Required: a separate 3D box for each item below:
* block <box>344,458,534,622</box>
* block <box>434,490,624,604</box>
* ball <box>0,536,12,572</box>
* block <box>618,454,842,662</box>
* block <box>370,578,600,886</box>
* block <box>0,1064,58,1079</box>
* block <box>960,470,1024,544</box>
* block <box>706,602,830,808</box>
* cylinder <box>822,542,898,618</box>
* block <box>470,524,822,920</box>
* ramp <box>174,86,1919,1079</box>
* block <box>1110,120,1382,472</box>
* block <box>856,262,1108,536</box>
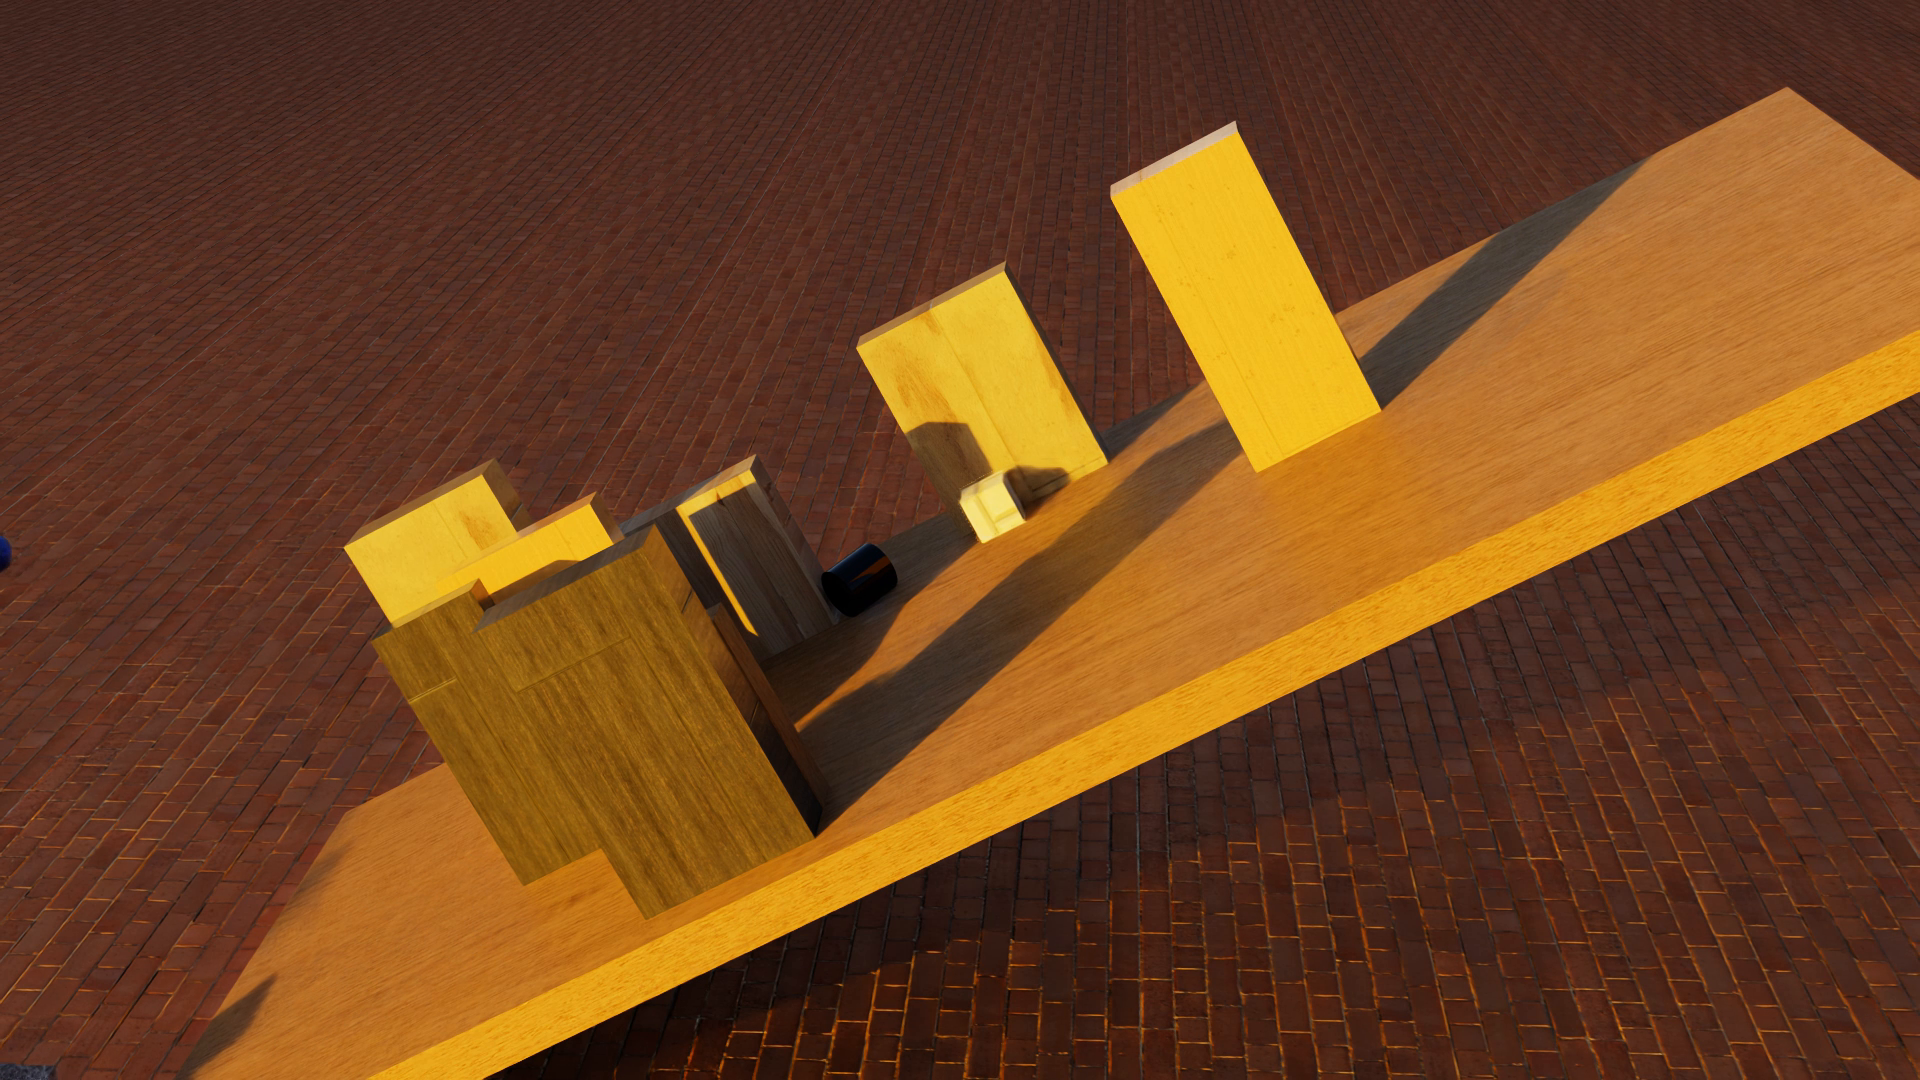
[{"bbox_3d":[-1.025,0.229,6.623,0.361,0.739,0.140,-27,14,11],"label":"block"},{"bbox_3d":[-0.796,0.257,6.320,0.385,0.620,0.096,-27,14,11],"label":"block"},{"bbox_3d":[-3.214,0.044,9.749,0.138,0.138,0.138,0,18,0],"label":"ball"},{"bbox_3d":[-0.556,0.086,6.870,0.407,0.418,0.136,-27,14,11],"label":"block"},{"bbox_3d":[-0.956,0.403,6.132,0.243,0.615,0.081,-27,14,11],"label":"block"},{"bbox_3d":[-1.965,1.196,6.041,0.174,0.174,0.174,1,18,3],"label":"block"},{"bbox_3d":[0.076,-0.078,6.836,0.110,0.110,0.110,-27,14,9],"label":"block"},{"bbox_3d":[-0.500,0.386,5.681,0.318,0.428,0.108,-27,14,11],"label":"block"},{"bbox_3d":[-0.233,0.093,6.814,0.125,0.125,0.125,-37,35,-28],"label":"cylinder"},{"bbox_3d":[-0.584,0.346,5.536,0.370,0.646,0.146,-27,14,11],"label":"block"},{"bbox_3d":[0.141,0.167,6.282,4.000,0.100,2.000,-27,14,11],"label":"ramp"},{"bbox_3d":[0.599,-0.507,6.161,0.292,0.664,0.136,-27,14,11],"label":"block"},{"bbox_3d":[0.056,-0.330,6.913,0.390,0.518,0.114,-27,14,11],"label":"block"}]
